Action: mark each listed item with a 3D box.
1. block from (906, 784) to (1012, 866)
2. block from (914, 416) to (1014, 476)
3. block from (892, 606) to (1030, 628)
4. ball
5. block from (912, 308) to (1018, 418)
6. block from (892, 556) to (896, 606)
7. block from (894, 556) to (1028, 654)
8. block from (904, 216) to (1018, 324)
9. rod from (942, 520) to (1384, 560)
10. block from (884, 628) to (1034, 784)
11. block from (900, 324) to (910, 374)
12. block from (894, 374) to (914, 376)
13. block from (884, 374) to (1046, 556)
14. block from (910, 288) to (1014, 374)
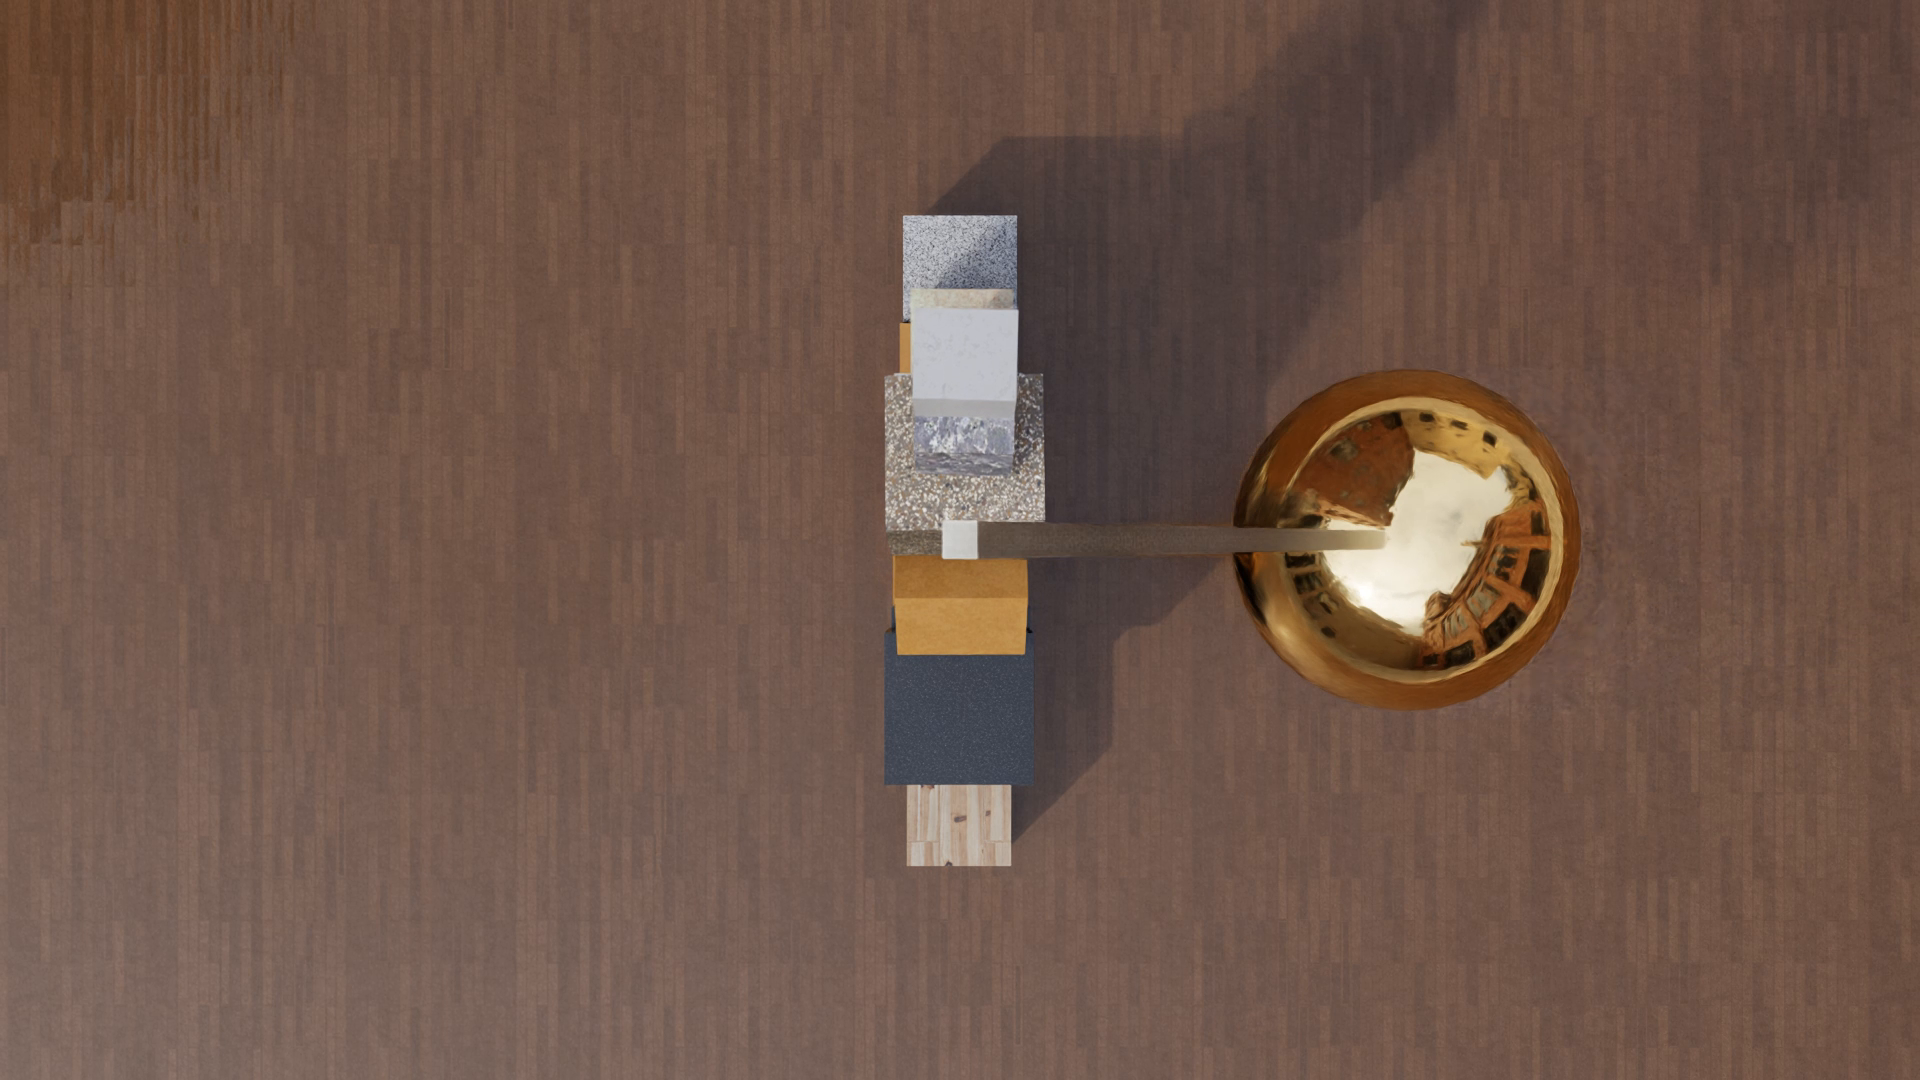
[{"bbox_3d":[-0.006,1.476,12.646,0.582,0.708,0.691,0,90,0],"label":"block"},{"bbox_3d":[0.023,-0.576,9.866,0.434,0.547,0.481,2,81,0],"label":"block"},{"bbox_3d":[0.006,0.748,12.560,0.768,0.880,0.745,0,90,0],"label":"block"},{"bbox_3d":[2.074,0.000,10.270,1.600,1.600,1.600,0,90,0],"label":"ball"},{"bbox_3d":[0.024,-0.755,9.431,0.435,0.367,0.391,1,81,0],"label":"block"},{"bbox_3d":[-0.001,-0.036,12.645,0.749,0.711,0.804,0,90,0],"label":"block"},{"bbox_3d":[0.006,0.174,11.216,0.656,0.600,0.611,0,60,0],"label":"block"},{"bbox_3d":[0.001,-1.522,12.674,0.640,0.652,0.598,0,90,0],"label":"block"},{"bbox_3d":[0.899,0.000,7.080,0.080,5.200,0.080,0,90,20],"label":"rod"},{"bbox_3d":[-0.004,0.875,11.752,0.773,0.736,0.786,0,90,0],"label":"block"},{"bbox_3d":[-0.013,-0.832,12.654,0.646,0.692,0.764,0,90,0],"label":"block"},{"bbox_3d":[-0.009,-0.503,11.281,0.642,0.669,0.568,0,81,0],"label":"block"},{"bbox_3d":[0.021,-0.346,10.514,0.731,0.801,0.727,-1,81,0],"label":"block"},{"bbox_3d":[0.011,-1.056,12.030,0.550,0.521,0.540,0,85,0],"label":"block"}]
